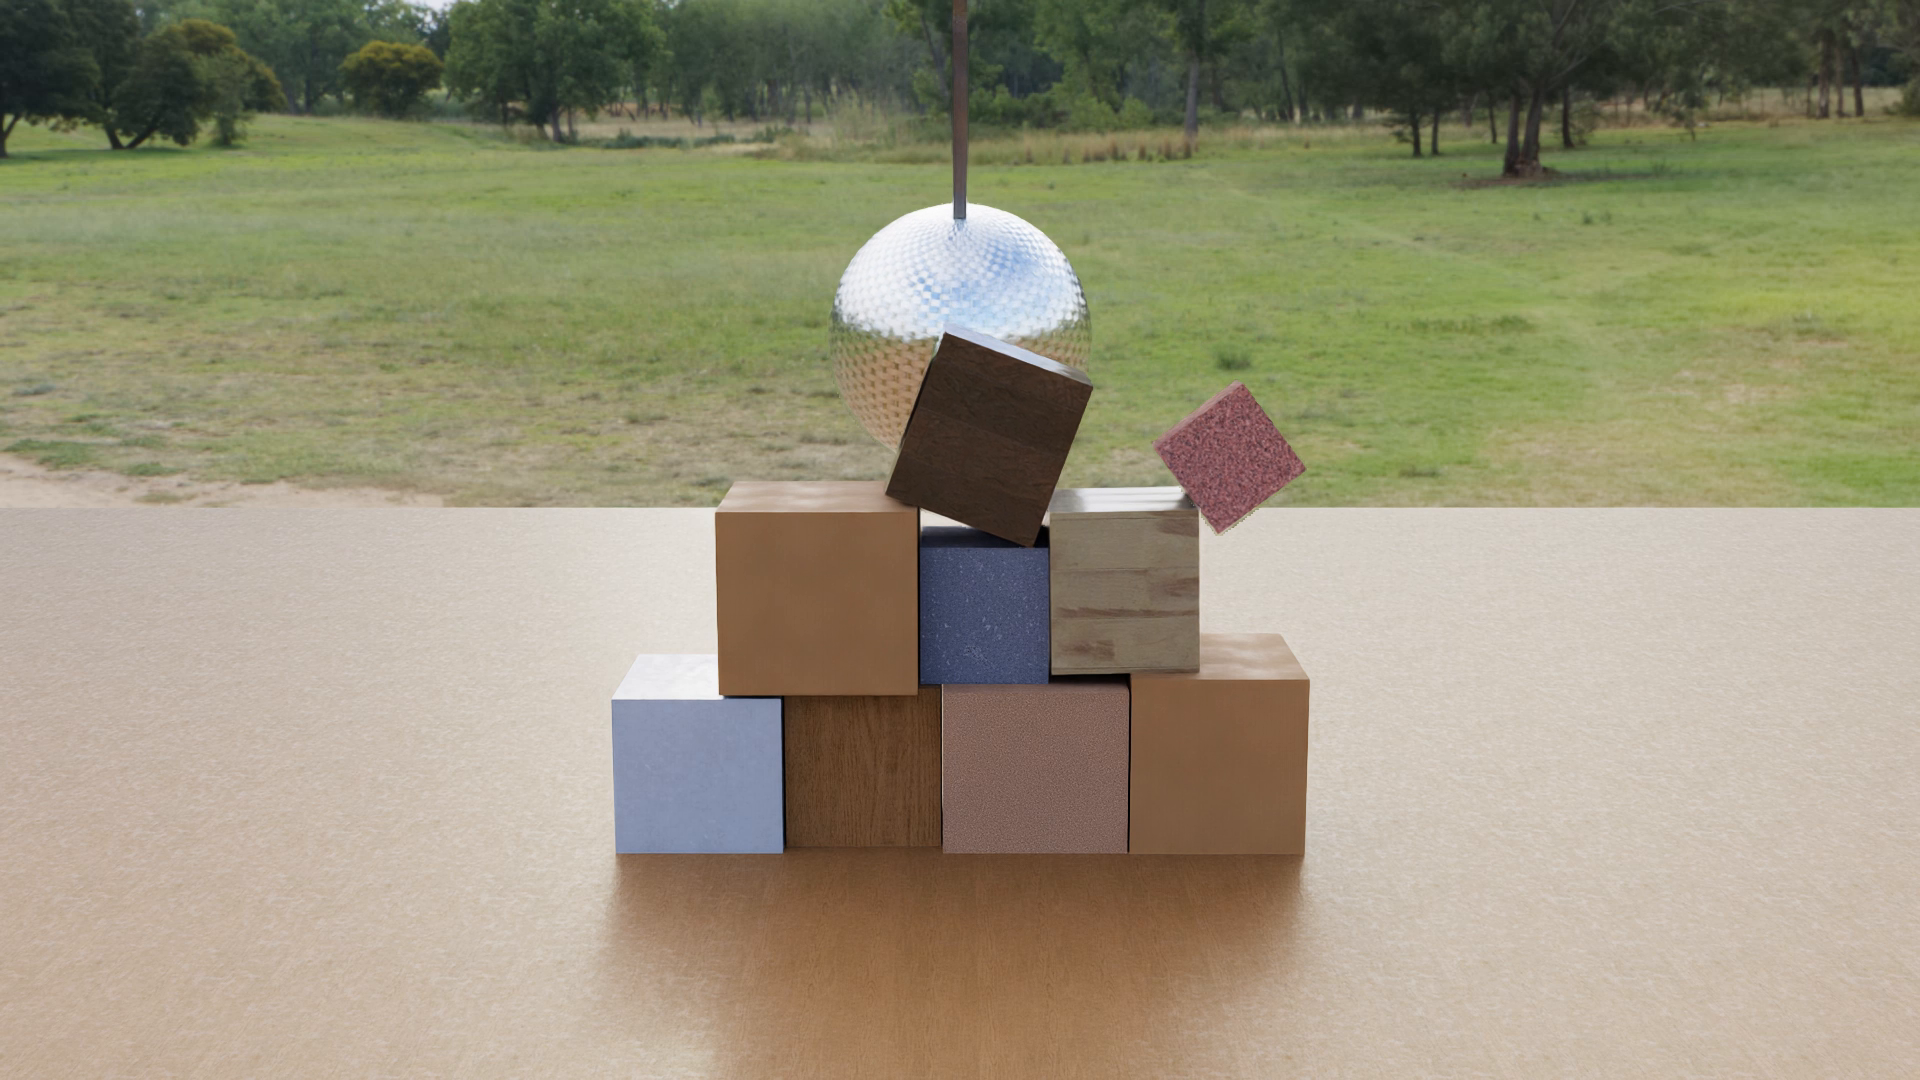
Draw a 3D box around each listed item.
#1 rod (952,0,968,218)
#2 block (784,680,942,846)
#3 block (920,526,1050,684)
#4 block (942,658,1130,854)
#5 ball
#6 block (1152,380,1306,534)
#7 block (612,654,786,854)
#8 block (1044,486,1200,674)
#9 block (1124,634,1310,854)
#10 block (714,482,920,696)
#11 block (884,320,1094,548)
[{"bbox_3d":[0.000,-4.083,11.449,0.080,5.200,0.080,0,33,0],"label":"rod"},{"bbox_3d":[-0.485,1.075,11.370,0.779,0.816,0.740,0,10,0],"label":"block"},{"bbox_3d":[0.123,0.324,11.245,0.639,0.693,0.620,0,10,0],"label":"block"},{"bbox_3d":[0.374,1.074,11.359,0.919,0.823,0.943,0,10,0],"label":"block"},{"bbox_3d":[0.000,-1.225,13.290,1.600,1.600,1.600,0,10,0],"label":"ball"},{"bbox_3d":[1.347,-0.425,11.085,0.539,0.527,0.535,-37,3,6],"label":"block"},{"bbox_3d":[-1.301,1.087,11.371,0.834,0.792,0.960,0,10,0],"label":"block"},{"bbox_3d":[0.814,0.195,11.214,0.734,0.816,0.740,-1,10,0],"label":"block"},{"bbox_3d":[1.281,1.033,11.381,0.874,0.895,1.025,0,10,0],"label":"block"},{"bbox_3d":[-0.698,0.227,11.207,0.980,0.912,0.978,0,10,0],"label":"block"},{"bbox_3d":[0.140,-0.544,11.073,0.771,0.851,0.694,20,10,-4],"label":"block"}]
